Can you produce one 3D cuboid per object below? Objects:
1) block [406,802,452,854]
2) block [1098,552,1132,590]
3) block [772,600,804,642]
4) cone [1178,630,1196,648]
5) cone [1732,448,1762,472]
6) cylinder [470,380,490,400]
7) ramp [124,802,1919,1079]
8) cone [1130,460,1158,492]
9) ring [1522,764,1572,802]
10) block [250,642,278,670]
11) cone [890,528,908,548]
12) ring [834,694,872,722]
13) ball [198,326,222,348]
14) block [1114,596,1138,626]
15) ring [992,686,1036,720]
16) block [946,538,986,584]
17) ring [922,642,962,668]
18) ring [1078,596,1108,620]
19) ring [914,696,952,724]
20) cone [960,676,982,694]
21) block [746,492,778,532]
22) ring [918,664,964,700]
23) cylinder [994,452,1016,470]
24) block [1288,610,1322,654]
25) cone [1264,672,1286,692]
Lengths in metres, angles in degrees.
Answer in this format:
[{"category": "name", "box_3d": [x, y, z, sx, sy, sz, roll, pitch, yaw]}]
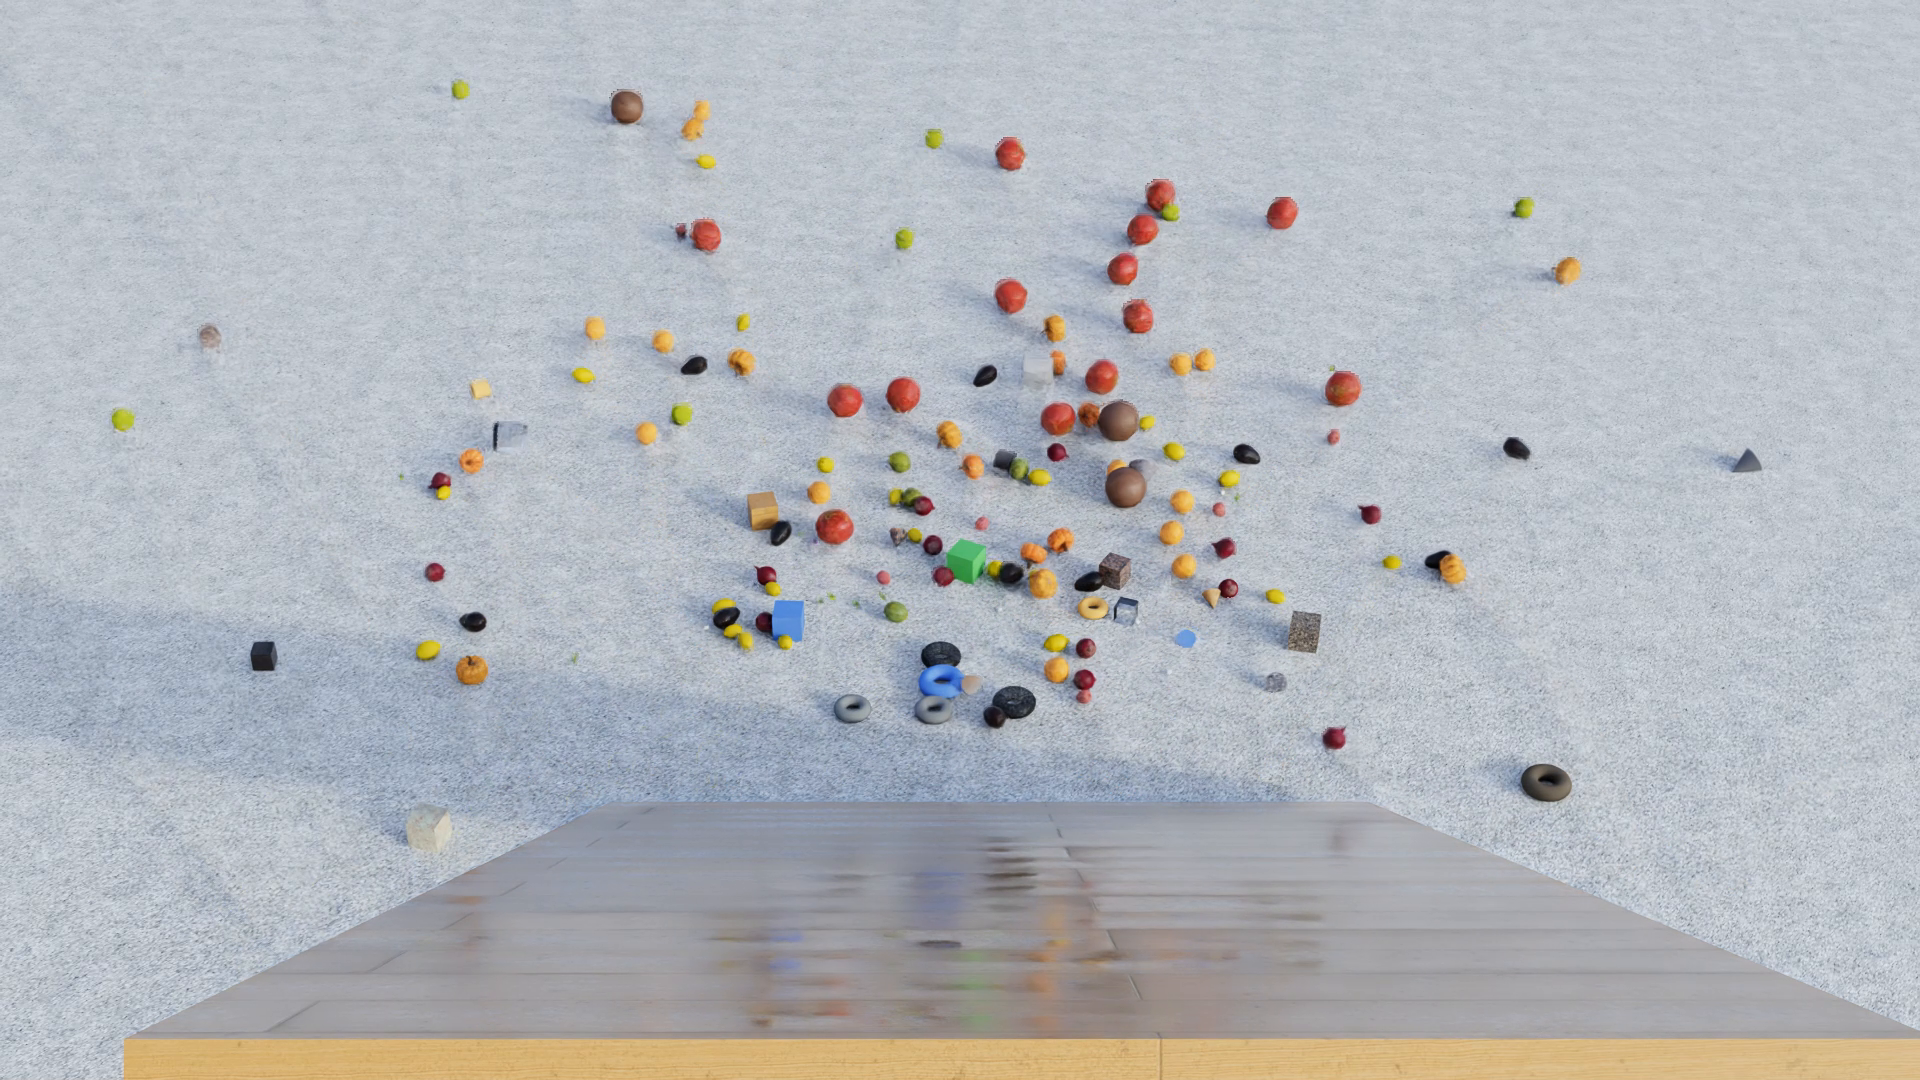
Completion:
[{"category": "block", "box_3d": [-1.396, 0.757, 6.833, 0.084, 0.084, 0.084, 10, 37, 14]}, {"category": "block", "box_3d": [0.462, 0.094, 7.770, 0.072, 0.072, 0.072, 19, 40, 24]}, {"category": "block", "box_3d": [-0.499, 0.235, 7.562, 0.084, 0.084, 0.084, 2, 36, 3]}, {"category": "cone", "box_3d": [0.663, 0.283, 7.547, 0.054, 0.054, 0.054, 10, 10, 13]}, {"category": "cone", "box_3d": [2.488, -0.236, 8.260, 0.083, 0.083, 0.083, -32, 40, 2]}, {"category": "cylinder", "box_3d": [-1.589, -0.498, 8.614, 0.052, 0.052, 0.052, -17, 39, -23]}, {"category": "ramp", "box_3d": [0.078, 0.670, 4.860, 2.000, 0.100, 4.000, 0, -2, 0]}, {"category": "cone", "box_3d": [0.572, -0.192, 8.196, 0.092, 0.092, 0.092, 7, 63, 10]}, {"category": "ring", "box_3d": [1.582, 0.655, 7.010, 0.135, 0.045, 0.135, 1, 35, -1]}, {"category": "block", "box_3d": [-1.995, 0.333, 7.447, 0.059, 0.059, 0.059, -1, 36, -1]}, {"category": "cone", "box_3d": [-0.191, 0.001, 7.938, 0.058, 0.058, 0.058, 4, 63, 5]}, {"category": "ring", "box_3d": [-0.301, 0.472, 7.274, 0.106, 0.035, 0.106, 1, 36, -1]}, {"category": "ball", "box_3d": [-2.557, -0.691, 8.863, 0.077, 0.077, 0.077, 0, 36, 0]}, {"category": "block", "box_3d": [0.487, 0.210, 7.621, 0.056, 0.056, 0.056, 13, 38, 18]}, {"category": "ring", "box_3d": [0.152, 0.455, 7.292, 0.123, 0.041, 0.123, -1, 36, 1]}, {"category": "block", "box_3d": [0.020, 0.065, 7.798, 0.087, 0.087, 0.087, 17, 39, 22]}, {"category": "ring", "box_3d": [-0.054, 0.334, 7.463, 0.116, 0.039, 0.116, 1, 36, -1]}, {"category": "ring", "box_3d": [0.392, 0.200, 7.658, 0.092, 0.031, 0.092, -1, 36, 1]}, {"category": "ring", "box_3d": [-0.074, 0.475, 7.268, 0.109, 0.036, 0.109, 0, 36, 0]}, {"category": "cone", "box_3d": [0.029, 0.420, 7.331, 0.058, 0.058, 0.058, 2, 60, -3]}, {"category": "block", "box_3d": [-0.608, -0.089, 8.016, 0.082, 0.082, 0.082, -8, 36, -11]}, {"category": "ring", "box_3d": [-0.051, 0.403, 7.362, 0.134, 0.045, 0.134, -1, 37, 1]}, {"category": "cylinder", "box_3d": [0.142, -0.252, 8.269, 0.053, 0.053, 0.053, 14, 38, 19]}, {"category": "block", "box_3d": [0.997, 0.266, 7.520, 0.082, 0.082, 0.082, 7, 36, 10]}, {"category": "cone", "box_3d": [0.895, 0.398, 7.382, 0.061, 0.061, 0.061, 2, 8, 3]}]
